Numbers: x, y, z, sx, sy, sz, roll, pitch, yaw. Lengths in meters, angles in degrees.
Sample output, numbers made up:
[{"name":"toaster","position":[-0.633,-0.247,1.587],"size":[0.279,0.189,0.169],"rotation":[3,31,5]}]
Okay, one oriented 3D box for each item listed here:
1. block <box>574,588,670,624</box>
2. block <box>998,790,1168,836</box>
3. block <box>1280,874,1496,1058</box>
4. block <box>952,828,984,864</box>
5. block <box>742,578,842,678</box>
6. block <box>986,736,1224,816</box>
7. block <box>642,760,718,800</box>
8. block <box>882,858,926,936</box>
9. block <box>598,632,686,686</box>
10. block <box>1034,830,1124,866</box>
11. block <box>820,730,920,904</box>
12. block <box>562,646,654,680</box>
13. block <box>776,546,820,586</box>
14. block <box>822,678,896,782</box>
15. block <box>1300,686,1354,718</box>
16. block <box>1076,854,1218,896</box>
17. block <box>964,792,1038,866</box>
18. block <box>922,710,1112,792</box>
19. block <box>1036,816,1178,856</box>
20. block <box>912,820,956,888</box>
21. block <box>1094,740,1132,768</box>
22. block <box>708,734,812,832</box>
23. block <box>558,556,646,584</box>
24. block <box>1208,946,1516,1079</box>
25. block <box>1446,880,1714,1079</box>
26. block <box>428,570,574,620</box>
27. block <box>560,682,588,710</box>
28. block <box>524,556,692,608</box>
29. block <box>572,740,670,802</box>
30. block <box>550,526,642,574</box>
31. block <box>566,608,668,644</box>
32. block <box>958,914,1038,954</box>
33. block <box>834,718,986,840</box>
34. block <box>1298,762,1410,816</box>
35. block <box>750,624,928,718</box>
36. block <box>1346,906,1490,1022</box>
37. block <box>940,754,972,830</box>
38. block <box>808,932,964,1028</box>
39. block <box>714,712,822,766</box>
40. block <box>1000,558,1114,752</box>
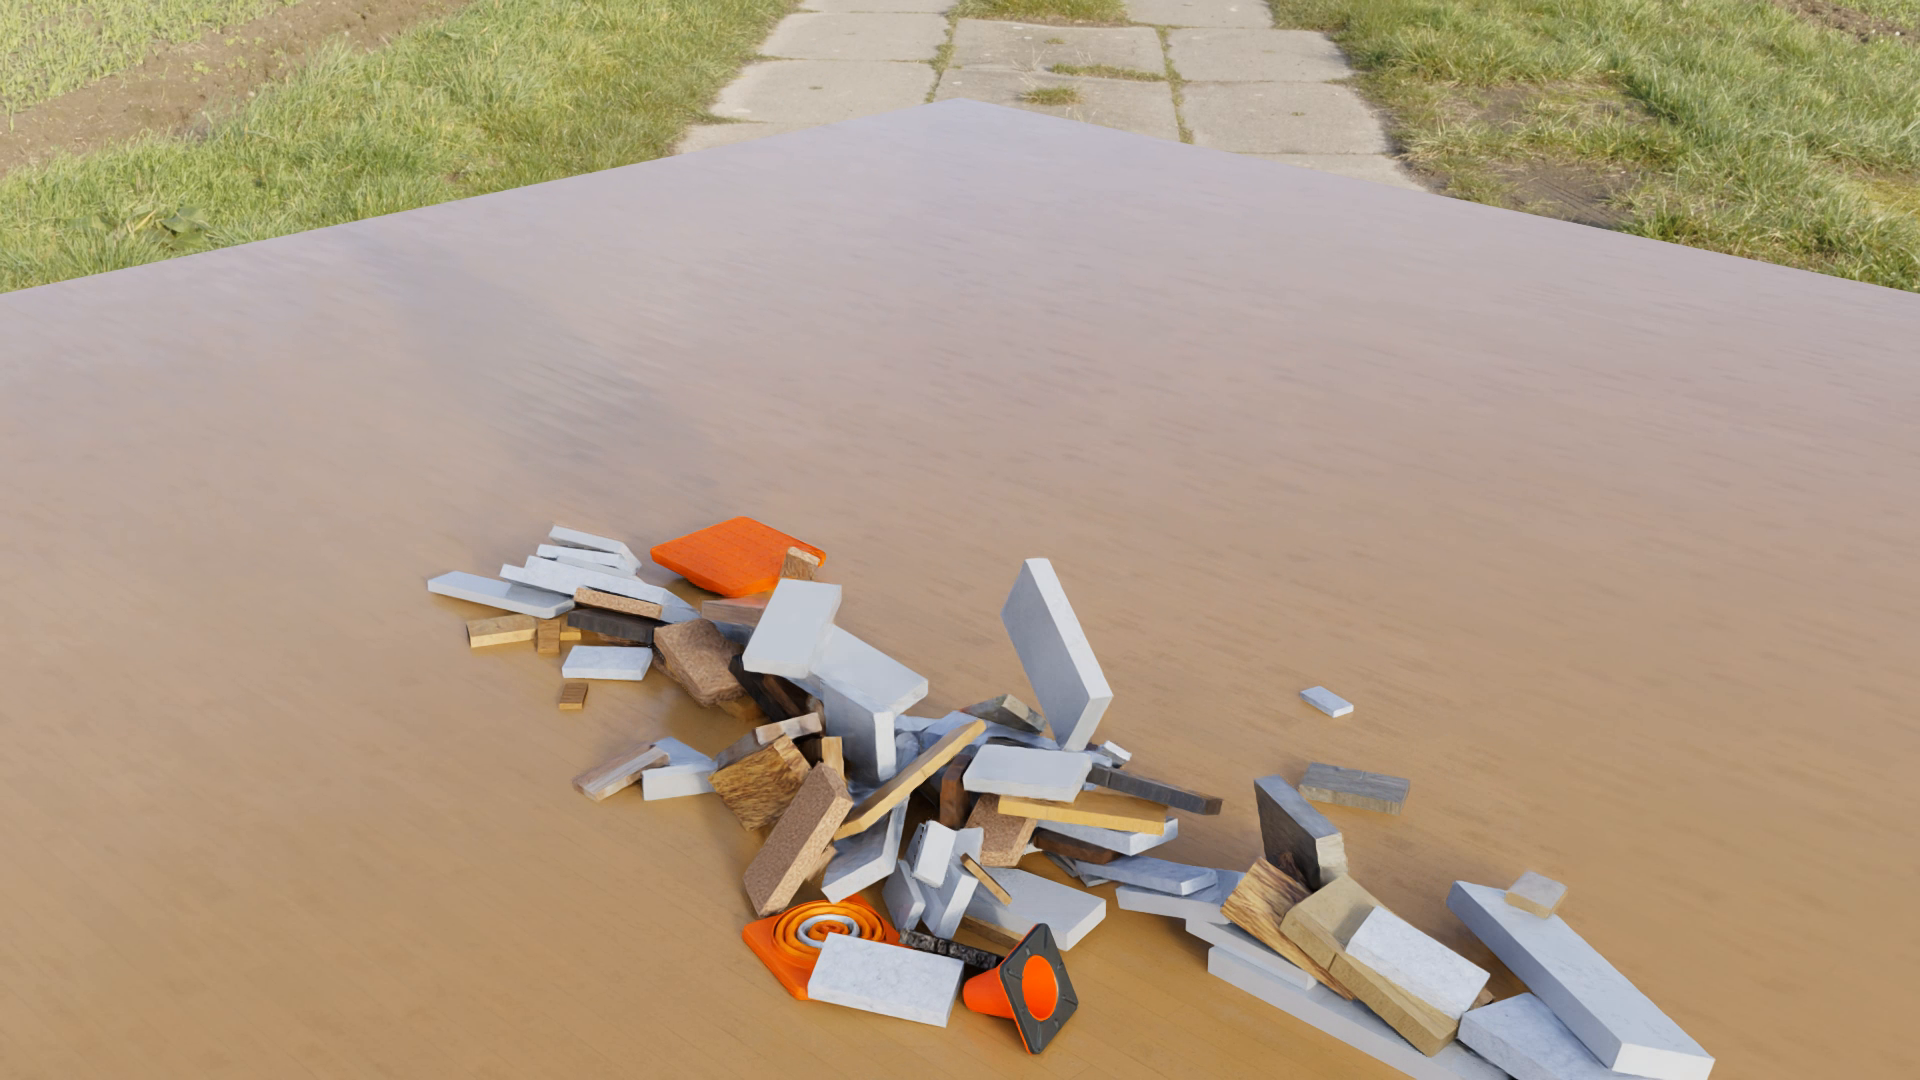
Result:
[{"name":"block","position":[-0.792,0.164,5.247],"size":[0.234,0.033,0.117],"rotation":[11,-12,24]},{"name":"block","position":[0.233,0.506,4.155],"size":[0.311,0.027,0.095],"rotation":[7,18,7]},{"name":"block","position":[0.727,0.721,3.748],"size":[0.167,0.047,0.334],"rotation":[-23,50,-40]},{"name":"block","position":[0.010,0.590,4.118],"size":[0.056,0.016,0.113],"rotation":[-9,41,20]},{"name":"block","position":[-0.354,0.185,4.671],"size":[0.136,0.039,0.273],"rotation":[7,37,12]},{"name":"block","position":[0.274,0.452,4.229],"size":[0.455,0.031,0.110],"rotation":[14,0,23]},{"name":"block","position":[-0.572,0.493,4.498],"size":[0.154,0.077,0.022],"rotation":[-6,49,-14]},{"name":"block","position":[-0.106,0.667,4.088],"size":[0.022,0.077,0.154],"rotation":[18,17,-21]},{"name":"block","position":[-0.680,0.276,5.084],"size":[0.072,0.020,0.445],"rotation":[-20,30,-39]},{"name":"block","position":[0.229,0.580,4.188],"size":[0.163,0.023,0.081],"rotation":[9,16,38]},{"name":"block","position":[-0.168,0.529,4.257],"size":[0.138,0.039,0.487],"rotation":[-30,17,16]},{"name":"block","position":[-0.807,0.281,5.038],"size":[0.186,0.026,0.093],"rotation":[1,31,10]},{"name":"block","position":[-0.391,0.077,5.301],"size":[0.078,0.157,0.022],"rotation":[23,56,-1]},{"name":"block","position":[-0.201,0.375,4.379],"size":[0.039,0.136,0.273],"rotation":[-9,14,-24]},{"name":"block","position":[0.816,0.359,4.893],"size":[0.056,0.016,0.112],"rotation":[-14,27,-29]},{"name":"block","position":[0.341,0.613,4.069],"size":[0.081,0.023,0.320],"rotation":[-12,7,-33]},{"name":"block","position":[0.086,0.531,4.224],"size":[0.124,0.035,0.248],"rotation":[-4,31,26]},{"name":"block","position":[0.115,0.428,4.423],"size":[0.358,0.038,0.135],"rotation":[15,20,23]},{"name":"block","position":[0.270,0.539,4.227],"size":[0.135,0.038,0.269],"rotation":[-13,17,-43]},{"name":"block","position":[-0.047,0.571,4.006],"size":[0.056,0.016,0.113],"rotation":[30,53,-18]},{"name":"block","position":[0.300,0.439,4.435],"size":[0.056,0.113,0.016],"rotation":[31,66,-4]},{"name":"block","position":[-0.377,0.475,4.286],"size":[0.039,0.138,0.275],"rotation":[-41,7,-38]},{"name":"block","position":[-0.878,0.092,5.420],"size":[0.219,0.031,0.109],"rotation":[12,-17,27]},{"name":"block","position":[0.730,0.816,3.776],"size":[0.640,0.047,0.167],"rotation":[21,31,40]},{"name":"block","position":[1.050,0.751,3.780],"size":[0.176,0.050,0.603],"rotation":[13,13,-17]},{"name":"block","position":[-1.123,0.133,5.372],"size":[0.403,0.026,0.093],"rotation":[11,21,32]},{"name":"block","position":[-0.864,0.349,4.921],"size":[0.050,0.014,0.100],"rotation":[0,23,-1]},{"name":"block","position":[-0.854,0.117,5.333],"size":[0.408,0.039,0.138],"rotation":[12,-15,27]},{"name":"block","position":[-0.703,0.480,4.571],"size":[0.191,0.022,0.078],"rotation":[-28,35,-36]},{"name":"block","position":[-0.923,0.025,5.566],"size":[0.219,0.109,0.031],"rotation":[13,64,27]},{"name":"block","position":[-0.788,0.200,5.149],"size":[0.234,0.033,0.117],"rotation":[10,7,24]},{"name":"block","position":[0.066,0.702,4.073],"size":[0.190,0.027,0.095],"rotation":[17,28,35]},{"name":"block","position":[-0.094,0.455,4.210],"size":[0.081,0.023,0.428],"rotation":[-24,7,40]},{"name":"block","position":[0.811,0.511,4.520],"size":[0.208,0.029,0.104],"rotation":[9,25,20]},{"name":"block","position":[-0.256,0.261,4.630],"size":[0.385,0.040,0.142],"rotation":[28,46,34]},{"name":"block","position":[0.773,0.713,3.709],"size":[0.220,0.031,0.110],"rotation":[31,39,20]},{"name":"block","position":[-0.009,0.530,4.245],"size":[0.029,0.208,0.104],"rotation":[9,24,15]},{"name":"block","position":[-0.128,0.767,3.842],"size":[0.248,0.035,0.124],"rotation":[10,40,11]},{"name":"block","position":[-0.397,0.420,4.516],"size":[0.138,0.039,0.275],"rotation":[-13,-12,-27]},{"name":"block","position":[0.187,0.227,4.360],"size":[0.050,0.176,0.352],"rotation":[-5,50,-26]}]
